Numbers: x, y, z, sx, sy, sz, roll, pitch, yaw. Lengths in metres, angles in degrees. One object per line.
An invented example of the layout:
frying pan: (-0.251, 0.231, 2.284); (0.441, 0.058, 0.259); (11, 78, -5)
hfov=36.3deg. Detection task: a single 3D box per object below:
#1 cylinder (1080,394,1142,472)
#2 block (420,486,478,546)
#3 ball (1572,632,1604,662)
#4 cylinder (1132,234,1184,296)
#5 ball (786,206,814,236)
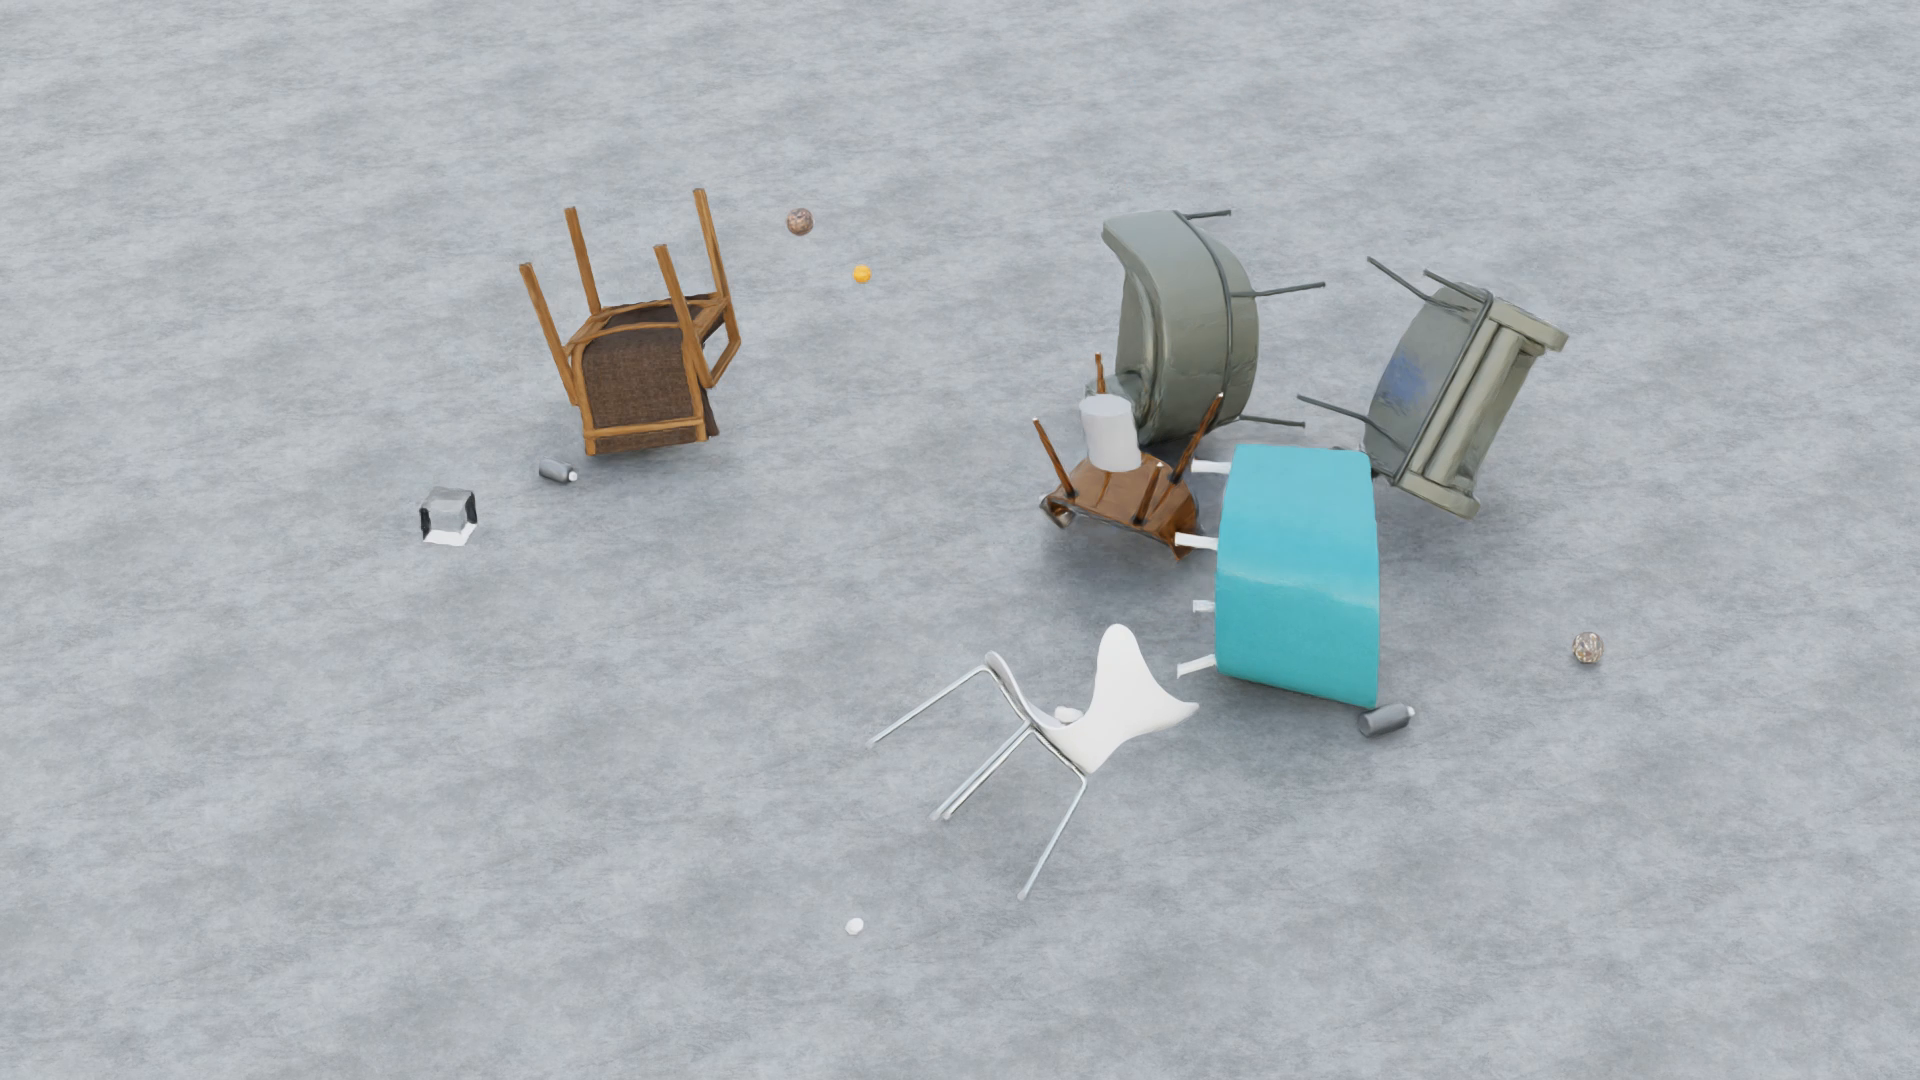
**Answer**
cylinder: (0.532, -0.378, 10.354); (0.149, 0.218, 0.235); (-27, 29, -27)
block: (-1.909, -0.089, 10.944); (0.155, 0.149, 0.158); (7, 34, 10)
ball: (2.202, 0.375, 10.274); (0.111, 0.111, 0.111); (0, 33, 0)
cylinder: (0.845, -1.173, 12.520); (0.150, 0.205, 0.311); (-12, 41, -4)
ball: (-0.635, -1.265, 11.636); (0.113, 0.113, 0.113); (0, 33, 0)
